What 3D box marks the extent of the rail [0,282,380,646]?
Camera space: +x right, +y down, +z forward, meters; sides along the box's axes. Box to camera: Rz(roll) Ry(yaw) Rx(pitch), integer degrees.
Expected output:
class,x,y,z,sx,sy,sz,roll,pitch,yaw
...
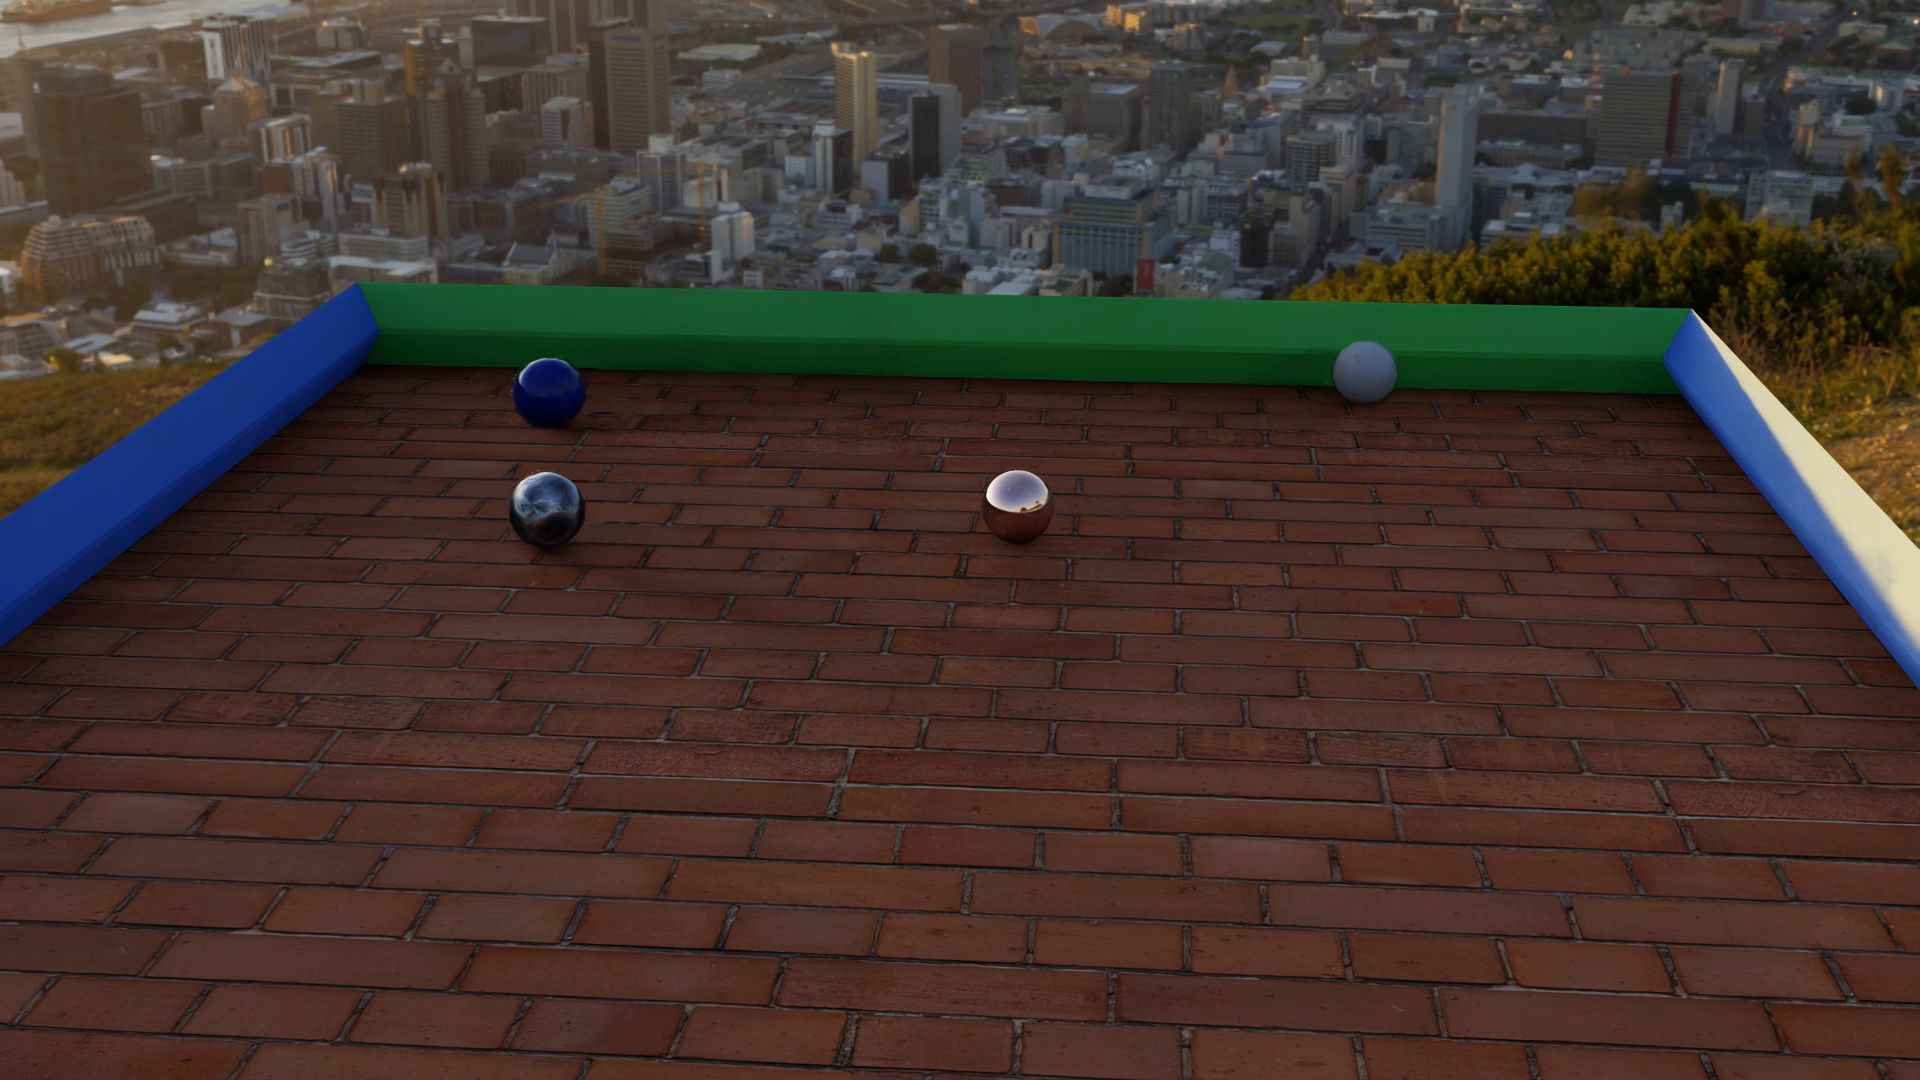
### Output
class,x,y,z,sx,sy,sz,roll,pitch,yaw
rail,-1.044,0.240,1.793,0.045,0.127,3.391,2,20,5

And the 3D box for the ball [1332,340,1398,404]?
class,x,y,z,sx,sy,sz,roll,pitch,yaw
ball,0.587,-0.242,3.184,0.092,0.092,0.092,0,20,0

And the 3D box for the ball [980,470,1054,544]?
class,x,y,z,sx,sy,sz,roll,pitch,yaw
ball,0.069,-0.040,2.630,0.088,0.088,0.088,0,20,0

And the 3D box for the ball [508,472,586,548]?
class,x,y,z,sx,sy,sz,roll,pitch,yaw
ball,-0.491,-0.035,2.614,0.090,0.090,0.090,0,20,0

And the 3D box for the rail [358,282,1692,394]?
class,x,y,z,sx,sy,sz,roll,pitch,yaw
rail,0.070,-0.298,3.282,1.998,0.127,0.045,2,20,5

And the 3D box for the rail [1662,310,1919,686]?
class,x,y,z,sx,sy,sz,roll,pitch,yaw
rail,0.900,0.297,1.637,0.045,0.127,3.391,2,20,5

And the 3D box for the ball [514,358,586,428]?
class,x,y,z,sx,sy,sz,roll,pitch,yaw
ball,-0.574,-0.206,3.074,0.098,0.098,0.098,0,20,0
